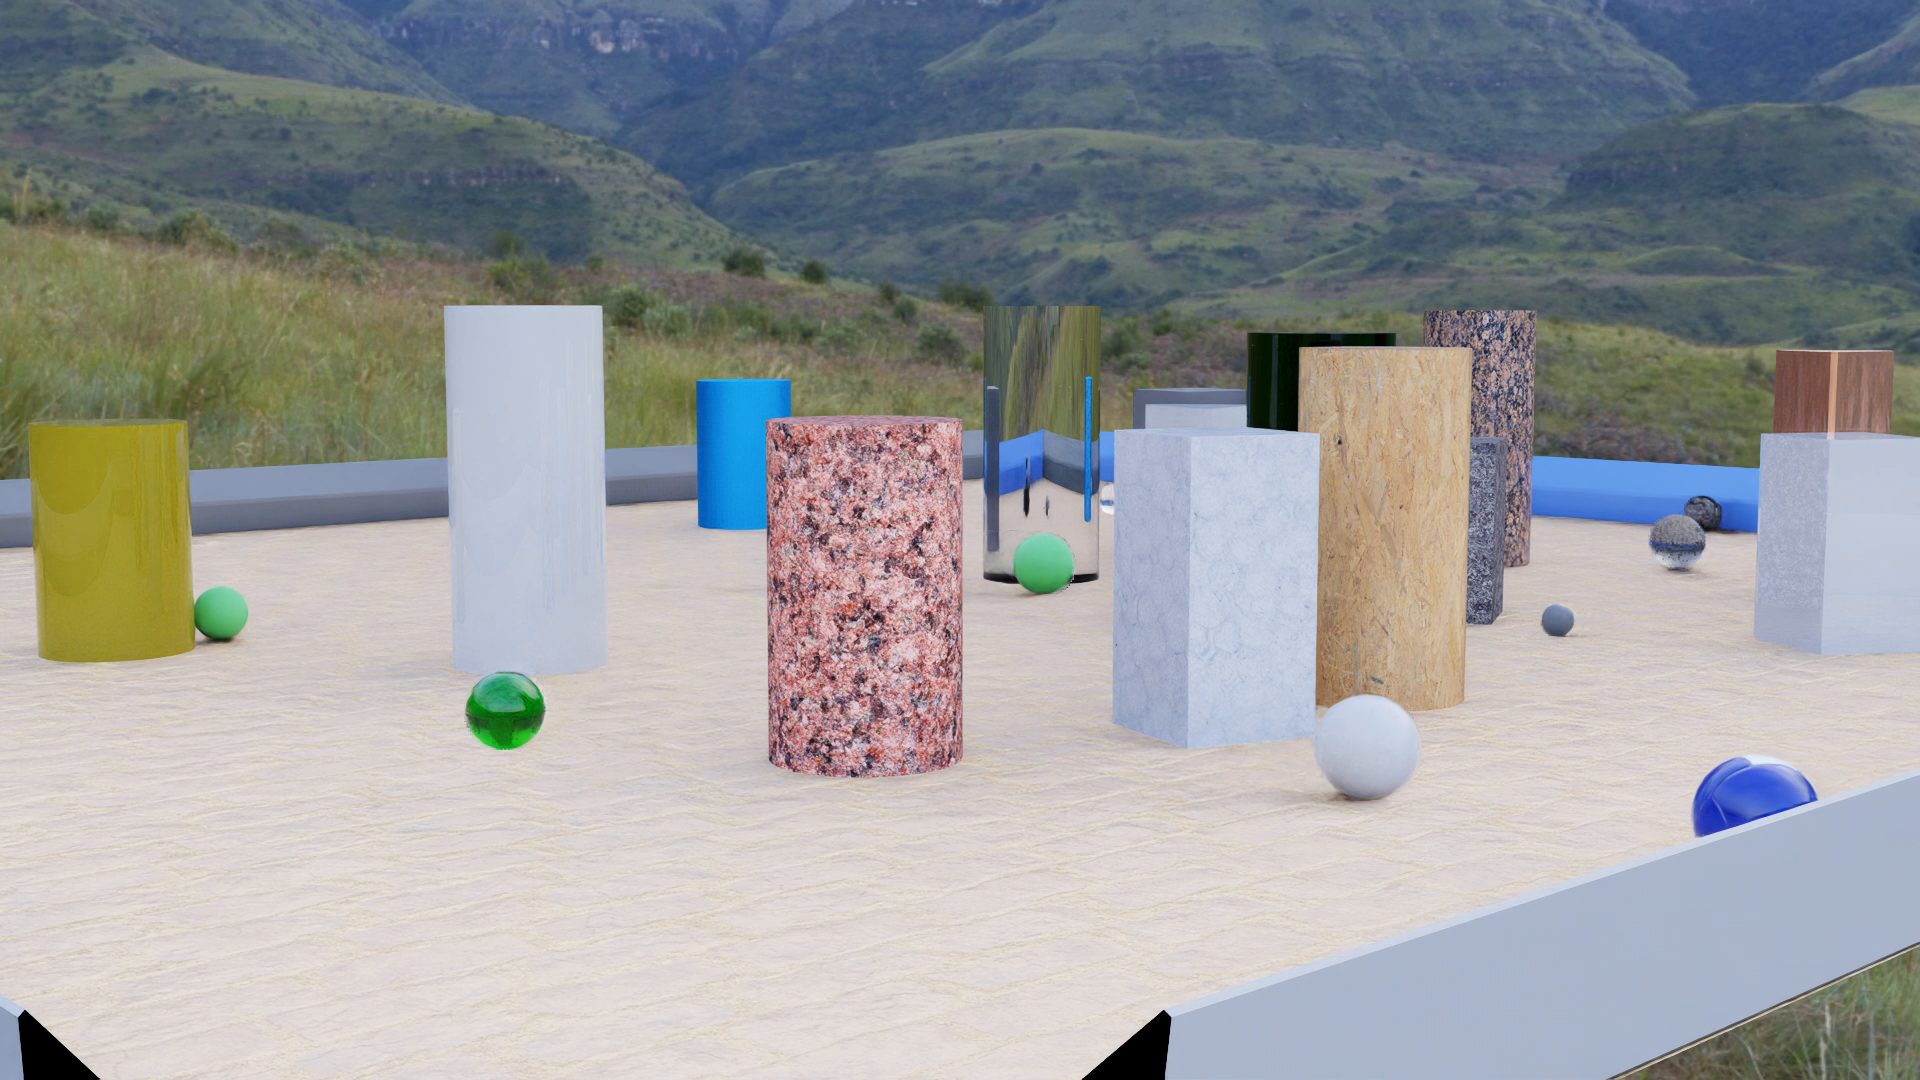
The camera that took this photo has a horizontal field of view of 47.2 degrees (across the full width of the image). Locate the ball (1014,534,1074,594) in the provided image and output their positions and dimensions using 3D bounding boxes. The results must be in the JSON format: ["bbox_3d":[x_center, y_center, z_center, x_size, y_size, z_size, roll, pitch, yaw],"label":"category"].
[{"bbox_3d":[0.131,0.037,3.445,0.095,0.095,0.095,0,6,0],"label":"ball"}]

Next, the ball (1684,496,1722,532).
[{"bbox_3d":[1.491,-0.052,4.408,0.072,0.072,0.072,0,6,0],"label":"ball"}]

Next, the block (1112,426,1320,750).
[{"bbox_3d":[0.267,0.044,2.318,0.155,0.317,0.155,-3,7,-26],"label":"block"}]

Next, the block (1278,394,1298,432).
[{"bbox_3d":[0.734,-0.154,4.429,0.155,0.269,0.155,3,7,23],"label":"block"}]

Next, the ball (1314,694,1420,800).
[{"bbox_3d":[0.370,0.189,2.005,0.095,0.095,0.095,0,6,0],"label":"ball"}]

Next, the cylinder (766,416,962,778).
[{"bbox_3d":[-0.094,0.049,2.175,0.193,0.336,0.193,0,6,0],"label":"cylinder"}]

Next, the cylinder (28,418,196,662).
[{"bbox_3d":[-1.102,-0.004,2.860,0.193,0.299,0.193,0,6,0],"label":"cylinder"}]

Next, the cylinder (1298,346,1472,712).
[{"bbox_3d":[0.482,-0.019,2.515,0.193,0.400,0.193,0,6,0],"label":"cylinder"}]

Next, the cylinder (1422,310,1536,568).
[{"bbox_3d":[0.909,-0.182,3.868,0.193,0.442,0.193,0,6,0],"label":"cylinder"}]

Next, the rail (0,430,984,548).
[{"bbox_3d":[-1.194,-0.102,4.619,3.801,0.126,0.045,-6,8,-42],"label":"rail"}]

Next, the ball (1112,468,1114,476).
[{"bbox_3d":[0.422,-0.168,5.423,0.090,0.090,0.090,0,6,0],"label":"ball"}]

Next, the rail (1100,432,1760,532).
[{"bbox_3d":[1.379,-0.100,4.598,0.045,0.126,3.568,-6,8,-42],"label":"rail"}]

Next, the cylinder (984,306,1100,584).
[{"bbox_3d":[0.135,-0.161,3.638,0.193,0.450,0.193,0,6,0],"label":"cylinder"}]

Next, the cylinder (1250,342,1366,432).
[{"bbox_3d":[0.594,-0.145,3.771,0.193,0.389,0.193,0,6,0],"label":"cylinder"}]

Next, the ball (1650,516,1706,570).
[{"bbox_3d":[1.232,0.004,3.776,0.093,0.093,0.093,0,6,0],"label":"ball"}]

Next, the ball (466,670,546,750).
[{"bbox_3d":[-0.461,0.173,2.231,0.079,0.079,0.079,0,6,0],"label":"ball"}]

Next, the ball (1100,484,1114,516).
[{"bbox_3d":[0.332,-0.087,4.766,0.067,0.067,0.067,0,6,0],"label":"ball"}]

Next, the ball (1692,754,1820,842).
[{"bbox_3d":[0.625,0.217,1.726,0.097,0.097,0.097,0,6,0],"label":"ball"}]

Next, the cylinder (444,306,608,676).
[{"bbox_3d":[-0.541,-0.067,2.750,0.193,0.448,0.193,0,6,0],"label":"cylinder"}]

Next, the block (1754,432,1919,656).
[{"bbox_3d":[1.170,0.001,2.915,0.155,0.278,0.155,-1,6,-12],"label":"block"}]

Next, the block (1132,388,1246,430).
[{"bbox_3d":[0.423,-0.124,4.000,0.155,0.299,0.155,-4,7,-33],"label":"block"}]

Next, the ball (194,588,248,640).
[{"bbox_3d":[-0.998,0.100,2.966,0.071,0.071,0.071,0,6,0],"label":"ball"}]

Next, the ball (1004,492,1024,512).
[{"bbox_3d":[0.117,-0.082,4.829,0.043,0.043,0.043,0,6,0],"label":"ball"}]

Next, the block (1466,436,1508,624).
[{"bbox_3d":[0.705,-0.018,3.196,0.155,0.257,0.155,2,6,20],"label":"block"}]

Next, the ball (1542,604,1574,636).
[{"bbox_3d":[0.816,0.109,3.003,0.044,0.044,0.044,0,6,0],"label":"ball"}]

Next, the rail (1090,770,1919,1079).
[{"bbox_3d":[1.194,0.168,2.045,3.801,0.126,0.045,-6,8,-42],"label":"rail"}]

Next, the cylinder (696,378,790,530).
[{"bbox_3d":[-0.445,-0.179,4.532,0.193,0.299,0.193,0,6,0],"label":"cylinder"}]

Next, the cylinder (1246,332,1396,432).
[{"bbox_3d":[0.473,-0.065,2.897,0.193,0.414,0.193,0,6,0],"label":"cylinder"}]

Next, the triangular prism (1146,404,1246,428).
[{"bbox_3d":[0.332,-0.041,3.183,0.145,0.306,0.167,4,7,36],"label":"triangular prism"}]

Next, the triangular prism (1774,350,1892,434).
[{"bbox_3d":[1.333,-0.104,3.427,0.167,0.380,0.145,-5,8,-38],"label":"triangular prism"}]

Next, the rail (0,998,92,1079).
[{"bbox_3d":[-1.379,0.166,2.066,0.045,0.126,3.568,-6,8,-42],"label":"rail"}]
